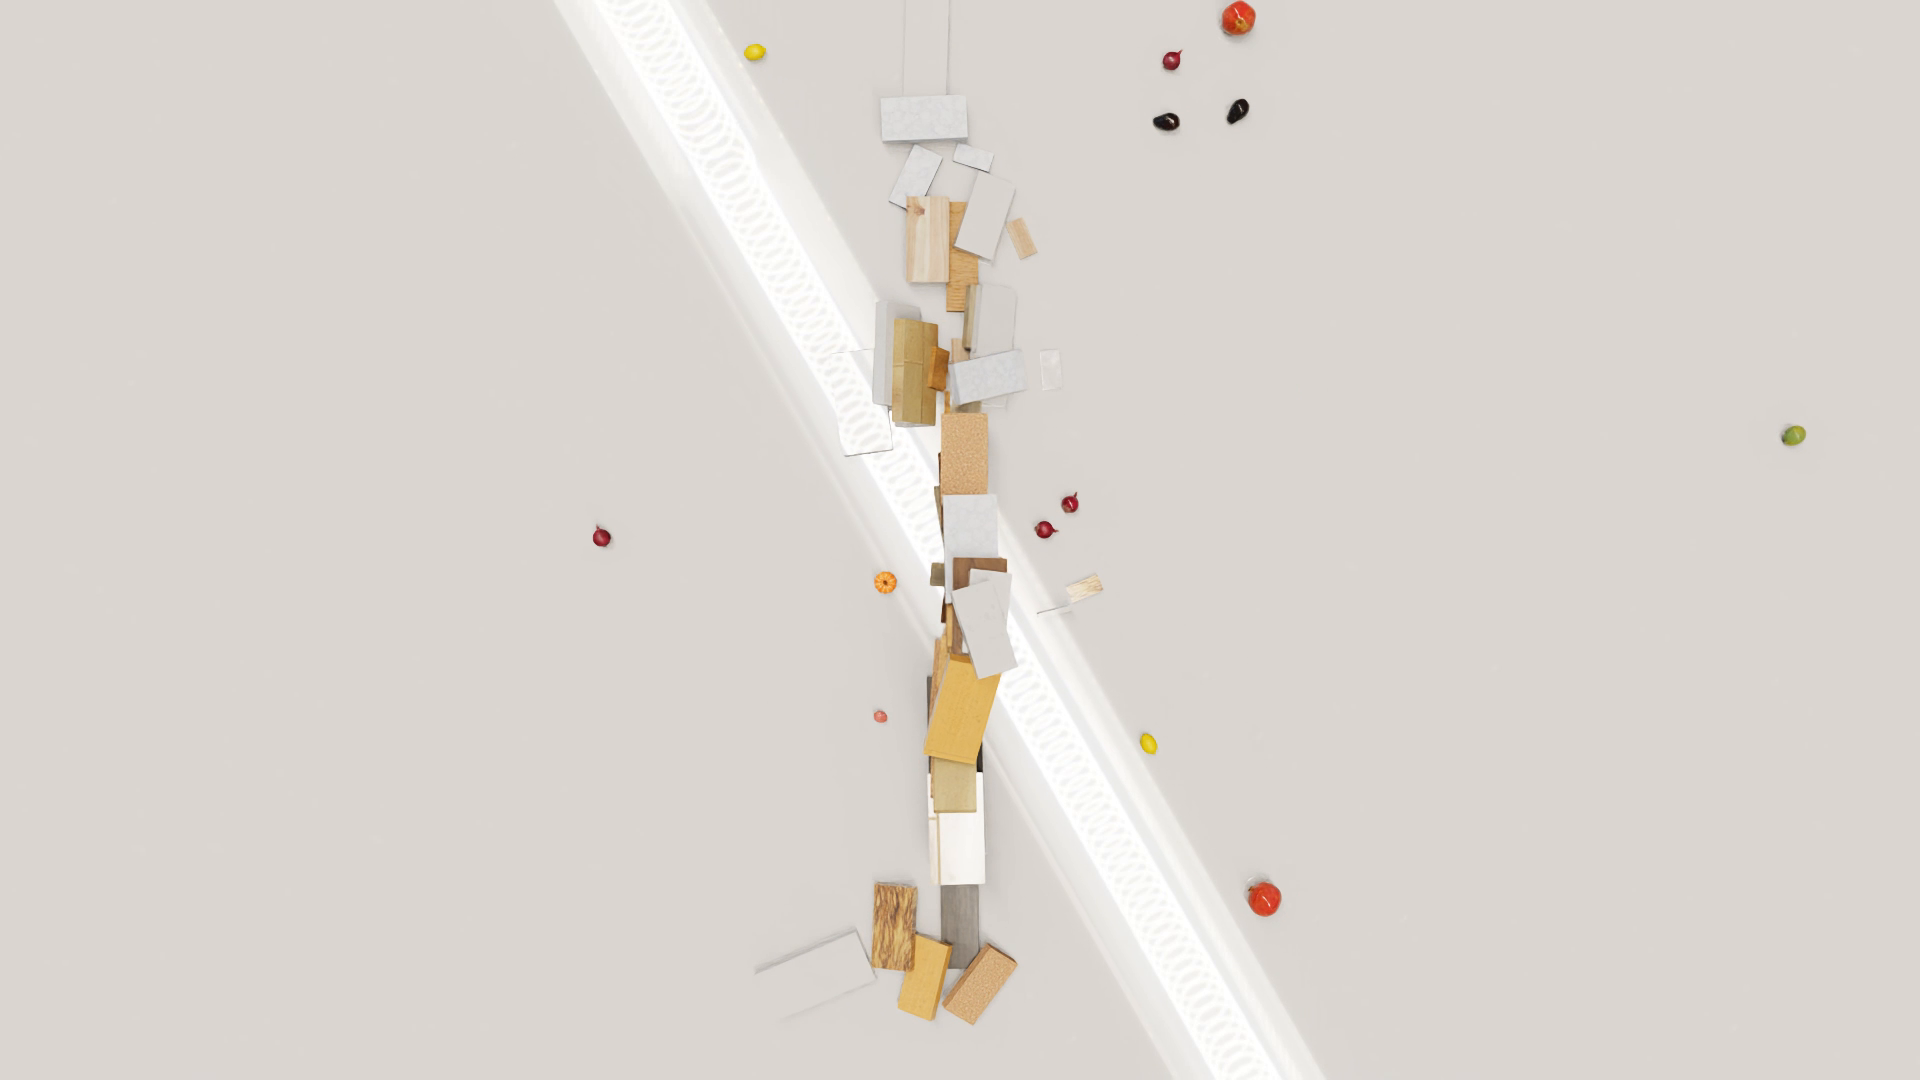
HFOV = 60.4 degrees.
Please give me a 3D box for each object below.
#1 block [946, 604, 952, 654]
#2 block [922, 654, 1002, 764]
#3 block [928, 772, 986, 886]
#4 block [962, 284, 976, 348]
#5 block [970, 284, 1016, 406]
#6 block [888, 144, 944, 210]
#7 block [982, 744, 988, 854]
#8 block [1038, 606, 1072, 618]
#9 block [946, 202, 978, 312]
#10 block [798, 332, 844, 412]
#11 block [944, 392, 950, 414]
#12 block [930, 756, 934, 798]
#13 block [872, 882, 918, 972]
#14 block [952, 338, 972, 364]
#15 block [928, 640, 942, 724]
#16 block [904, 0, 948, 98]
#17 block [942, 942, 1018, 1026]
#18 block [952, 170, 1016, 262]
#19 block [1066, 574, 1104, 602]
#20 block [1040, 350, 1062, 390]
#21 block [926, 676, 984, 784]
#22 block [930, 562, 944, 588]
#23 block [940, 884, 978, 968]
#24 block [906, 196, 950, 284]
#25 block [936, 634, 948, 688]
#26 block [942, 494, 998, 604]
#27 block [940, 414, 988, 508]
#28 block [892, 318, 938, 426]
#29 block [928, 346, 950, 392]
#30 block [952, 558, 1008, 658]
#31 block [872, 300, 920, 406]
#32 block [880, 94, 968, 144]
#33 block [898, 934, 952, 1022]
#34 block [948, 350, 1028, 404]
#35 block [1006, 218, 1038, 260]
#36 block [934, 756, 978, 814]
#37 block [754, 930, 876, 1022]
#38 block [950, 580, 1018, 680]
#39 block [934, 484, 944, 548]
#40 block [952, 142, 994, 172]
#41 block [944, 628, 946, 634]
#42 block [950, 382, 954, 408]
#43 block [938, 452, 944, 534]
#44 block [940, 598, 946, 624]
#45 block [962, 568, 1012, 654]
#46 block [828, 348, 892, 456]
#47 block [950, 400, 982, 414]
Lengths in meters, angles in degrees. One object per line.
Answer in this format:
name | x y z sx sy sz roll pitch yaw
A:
block | 0.042 0.202 5.296 0.171 0.049 0.343 1 58 -4
block | 0.006 0.529 5.155 0.169 0.048 0.338 13 111 -8
block | -0.012 0.929 5.321 0.176 0.050 0.353 -2 87 0
block | 0.065 -0.734 5.460 0.103 0.029 0.206 4 91 -31
block | 0.104 -0.643 5.450 0.132 0.037 0.384 5 90 -31
block | -0.147 -1.199 5.485 0.103 0.029 0.206 25 90 0
block | -0.005 0.855 5.413 0.176 0.050 0.353 -2 74 0
block | 0.314 0.238 5.472 0.113 0.056 0.016 -14 90 0
block | 0.009 -0.941 5.485 0.103 0.029 0.362 1 90 0
block | -0.413 -0.547 5.482 0.131 0.037 0.261 -31 90 0
block | -0.002 -0.396 5.453 0.099 0.028 0.199 -1 70 0
block | -0.021 0.616 5.350 0.138 0.039 0.450 1 64 1
block | -0.217 1.280 5.459 0.138 0.039 0.275 2 90 19
block | 0.006 -0.601 5.474 0.068 0.019 0.137 -1 76 0
block | -0.008 0.485 5.337 0.169 0.048 0.338 4 56 0
block | -0.113 -1.612 5.480 0.140 0.040 0.538 2 90 0
block | 0.066 1.470 5.459 0.126 0.036 0.252 37 90 -23
block | 0.079 -1.071 5.456 0.132 0.037 0.265 19 85 -14
block | 0.415 0.162 5.492 0.113 0.016 0.056 -23 90 0
block | 0.304 -0.568 5.491 0.063 0.018 0.126 -5 90 0
block | -0.018 0.625 5.427 0.176 0.050 0.353 -2 74 0
block | 0.025 0.124 5.439 0.247 0.024 0.086 5 133 0
block | -0.002 1.094 5.482 0.126 0.036 0.655 0 90 0
block | -0.106 -0.991 5.451 0.140 0.040 0.281 0 90 0
block | -0.024 0.393 5.285 0.086 0.024 0.172 6 93 0
block | 0.035 0.029 5.248 0.171 0.049 0.343 -1 85 -4
block | 0.014 -0.259 5.343 0.152 0.043 0.303 0 78 1
block | -0.148 -0.550 5.420 0.047 0.167 0.334 2 90 39
block | -0.071 -0.566 5.460 0.019 0.068 0.137 2 81 40
block | 0.061 0.229 5.176 0.171 0.049 0.343 1 83 -4
block | -0.208 -0.607 5.420 0.047 0.167 0.334 2 90 39
block | -0.118 -1.388 5.440 0.281 0.040 0.140 -2 90 0
block | -0.116 1.446 5.456 0.126 0.036 0.252 14 90 26
block | 0.093 -0.536 5.405 0.265 0.037 0.132 -16 101 -30
block | 0.204 -1.004 5.491 0.063 0.018 0.126 -24 90 0
block | -0.016 0.730 5.251 0.138 0.039 0.275 -1 64 0
block | -0.480 1.445 5.476 0.364 0.048 0.169 -23 90 0
block | 0.074 0.277 5.079 0.130 0.037 0.282 -16 83 -13
block | 0.009 -0.053 5.373 0.152 0.043 0.303 -7 55 -5
block | 0.044 -1.273 5.491 0.126 0.018 0.063 18 90 0
block | -0.004 0.356 5.309 0.100 0.028 0.200 5 93 0
block | -0.001 -0.506 5.467 0.068 0.019 0.137 -1 70 0
block | 0.009 -0.157 5.394 0.152 0.043 0.303 -2 55 -1
block | -0.008 0.209 5.407 0.100 0.200 0.028 5 121 0
block | 0.084 0.228 5.134 0.130 0.037 0.261 7 82 -3
block | -0.327 -0.457 5.437 0.167 0.047 0.334 -8 100 -4
block | 0.015 -0.357 5.402 0.099 0.028 0.199 4 78 1
